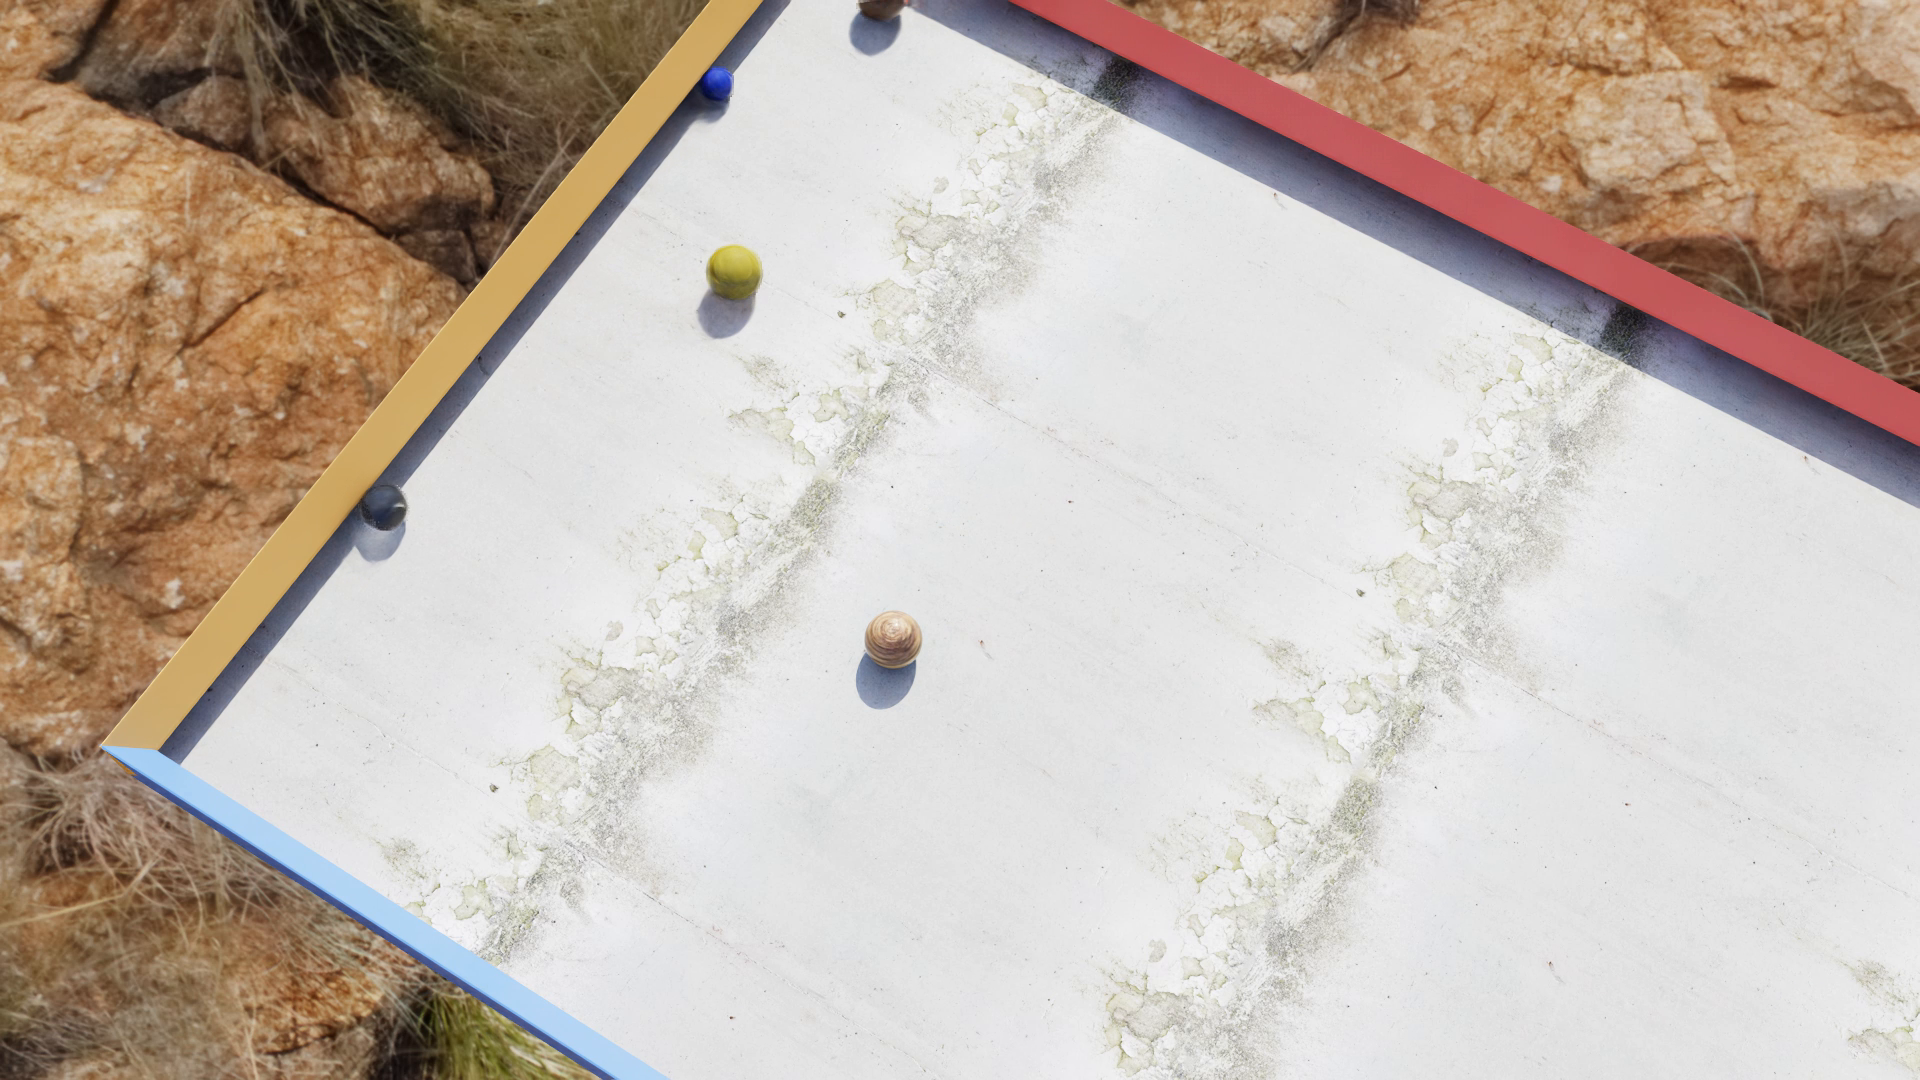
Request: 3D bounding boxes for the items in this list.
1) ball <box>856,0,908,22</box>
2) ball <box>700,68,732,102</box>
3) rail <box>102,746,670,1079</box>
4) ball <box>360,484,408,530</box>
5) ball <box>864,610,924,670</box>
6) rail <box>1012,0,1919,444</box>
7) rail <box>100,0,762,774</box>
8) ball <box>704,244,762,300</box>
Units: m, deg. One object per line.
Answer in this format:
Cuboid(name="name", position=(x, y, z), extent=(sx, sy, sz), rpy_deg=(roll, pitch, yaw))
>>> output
Cuboid(name="ball", position=(-0.142, -0.995, 4.011), extent=(0.095, 0.095, 0.095), rpy_deg=(0, 65, 0))
Cuboid(name="ball", position=(-0.438, -0.818, 3.948), extent=(0.060, 0.060, 0.060), rpy_deg=(0, 65, 0))
Cuboid(name="rail", position=(0.264, 1.180, 2.985), extent=(3.634, 0.127, 0.045), rpy_deg=(29, 68, 13))
Cuboid(name="ball", position=(-0.939, -0.053, 3.585), extent=(0.075, 0.075, 0.075), rpy_deg=(0, 65, 0))
Cuboid(name="ball", position=(-0.105, 0.157, 3.478), extent=(0.093, 0.093, 0.093), rpy_deg=(0, 65, 0))
Cuboid(name="rail", position=(1.287, -0.338, 3.688), extent=(3.634, 0.127, 0.045), rpy_deg=(29, 68, 13))
Cuboid(name="rail", position=(-0.755, -0.428, 3.729), extent=(0.045, 0.127, 2.008), rpy_deg=(29, 68, 13))
Cuboid(name="ball", position=(-0.388, -0.458, 3.761), extent=(0.096, 0.096, 0.096), rpy_deg=(0, 65, 0))
